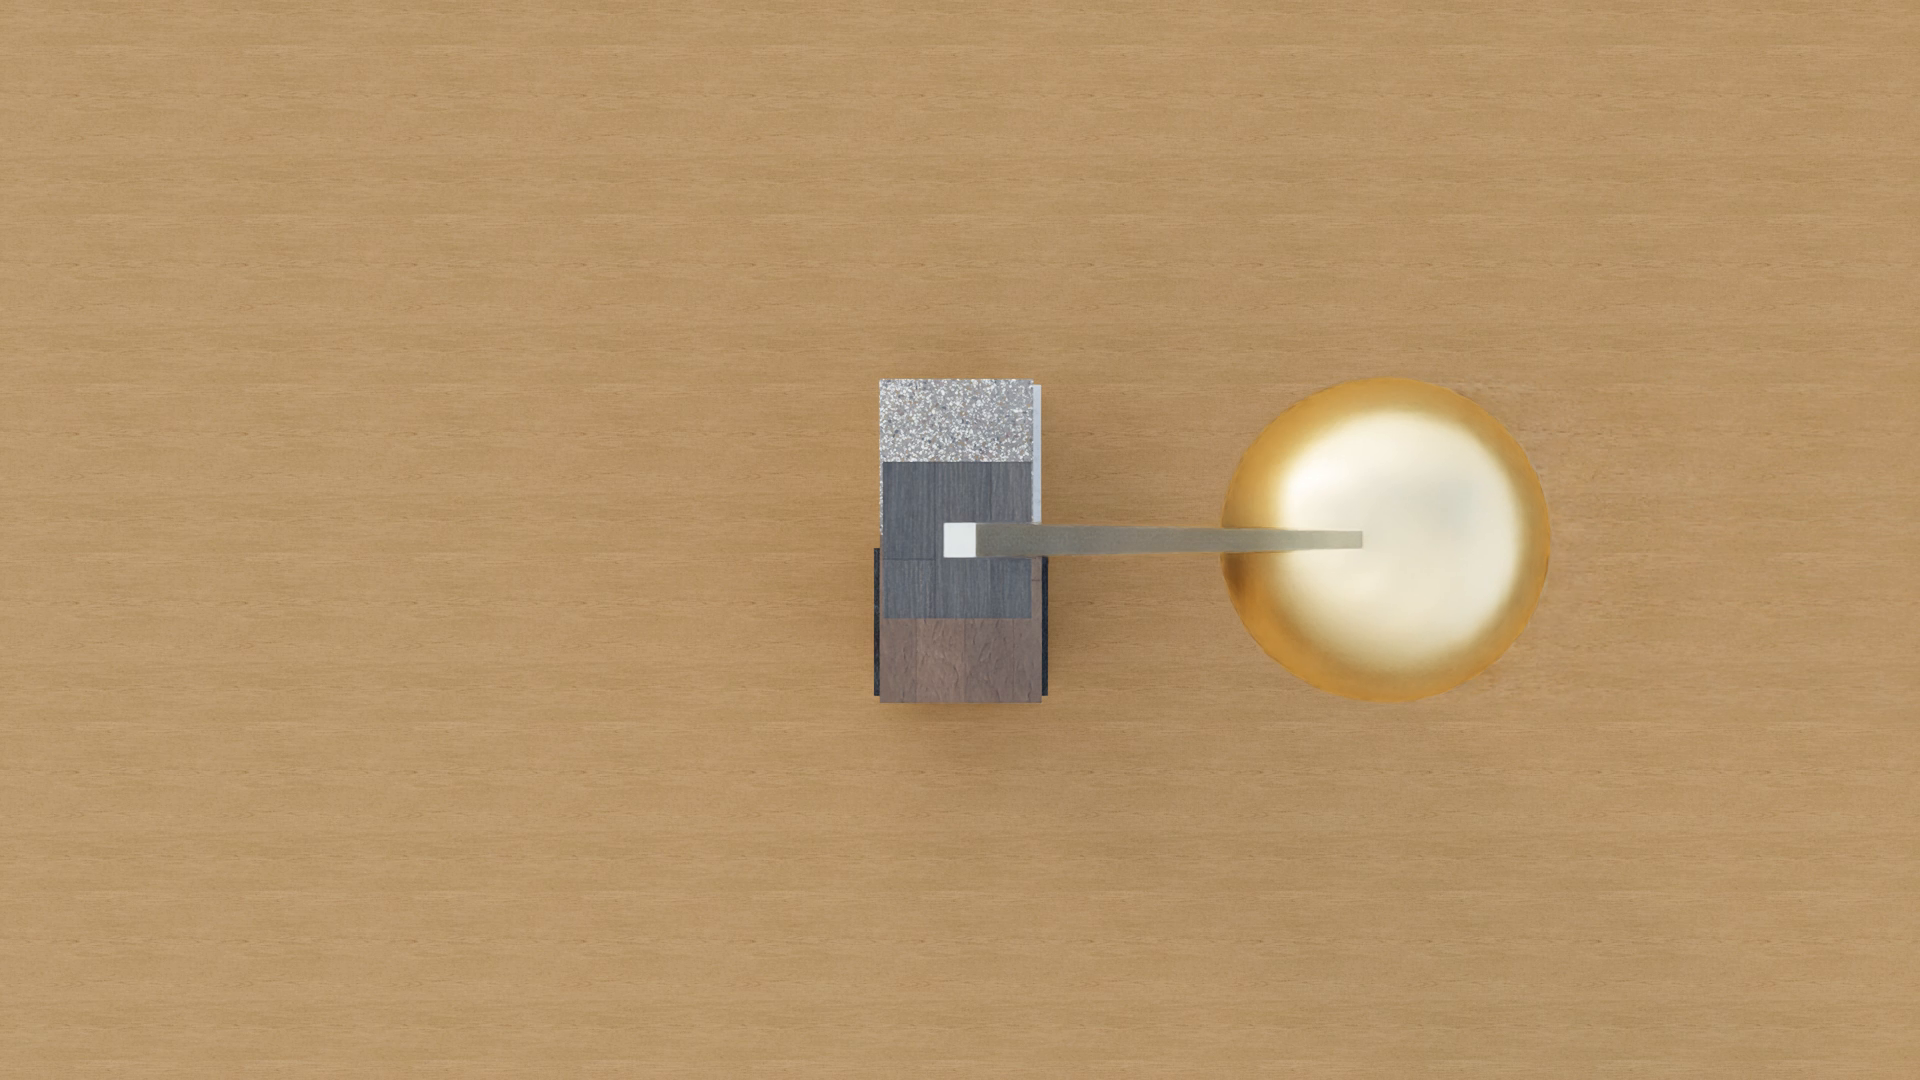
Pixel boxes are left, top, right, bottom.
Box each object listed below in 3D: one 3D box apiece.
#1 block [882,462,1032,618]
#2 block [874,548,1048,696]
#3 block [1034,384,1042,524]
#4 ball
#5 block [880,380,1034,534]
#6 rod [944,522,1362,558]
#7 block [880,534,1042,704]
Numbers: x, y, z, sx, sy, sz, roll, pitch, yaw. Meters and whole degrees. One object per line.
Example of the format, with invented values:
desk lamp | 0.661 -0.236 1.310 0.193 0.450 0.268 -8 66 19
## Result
block | -0.013 0.000 10.288 0.672 0.701 0.709 0 90 0
block | 0.005 0.450 12.530 0.956 0.940 0.809 0 90 0
block | 0.007 -0.410 12.561 0.881 0.877 0.891 0 90 0
ball | 2.074 0.000 10.793 1.600 1.600 1.600 0 90 0
block | -0.019 -0.438 11.789 0.802 0.668 0.801 0 90 0
rod | 0.899 0.000 7.602 0.080 5.200 0.080 0 90 20
block | 0.004 0.406 11.682 0.832 0.757 0.866 0 90 0
